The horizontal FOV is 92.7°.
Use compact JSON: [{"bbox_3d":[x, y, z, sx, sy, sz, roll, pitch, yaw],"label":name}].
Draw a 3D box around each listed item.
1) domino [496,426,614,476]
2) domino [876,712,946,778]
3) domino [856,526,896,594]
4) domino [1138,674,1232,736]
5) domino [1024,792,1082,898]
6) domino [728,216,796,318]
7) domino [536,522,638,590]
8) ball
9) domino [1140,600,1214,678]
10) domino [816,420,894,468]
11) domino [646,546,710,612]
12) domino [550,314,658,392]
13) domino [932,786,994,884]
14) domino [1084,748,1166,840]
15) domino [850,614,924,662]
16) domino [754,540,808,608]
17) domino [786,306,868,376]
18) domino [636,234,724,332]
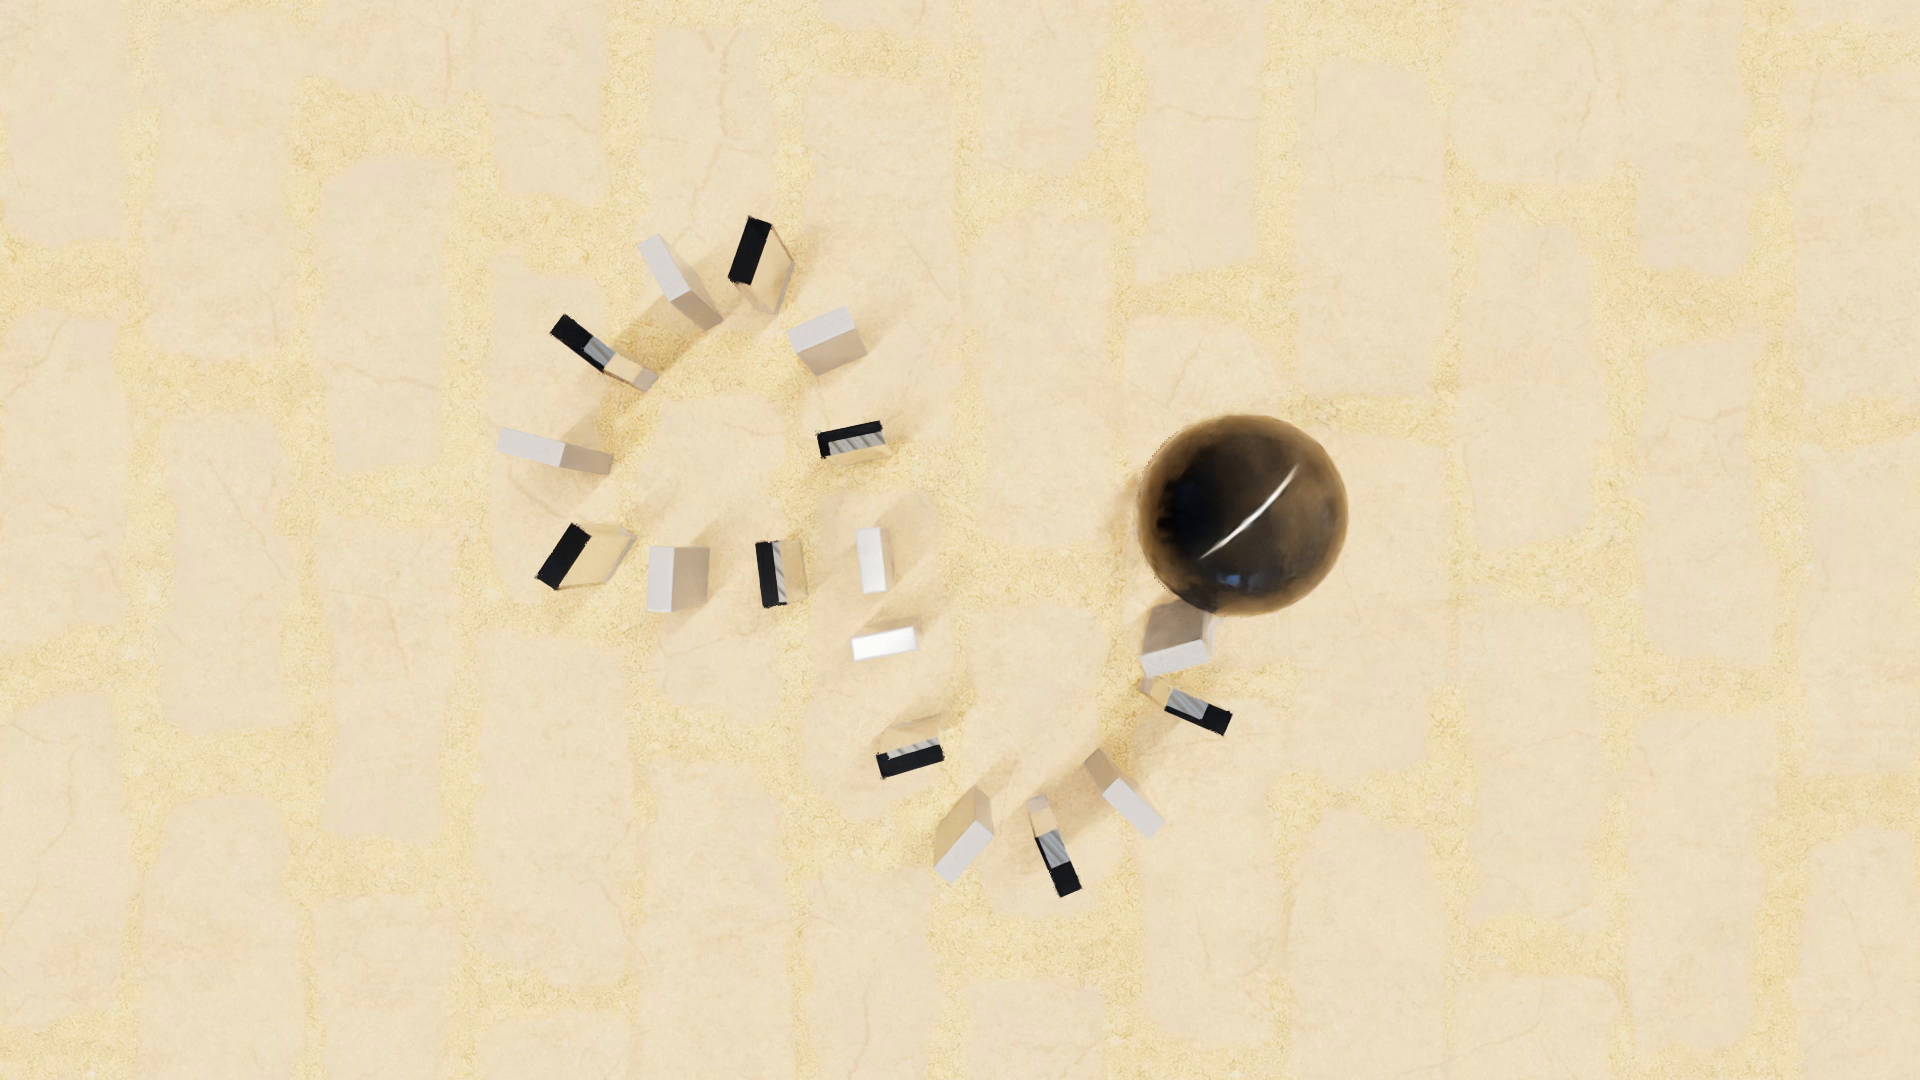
[{"bbox_3d":[-0.164,-0.036,0.375,0.025,0.050,0.009,15,90,0],"label":"domino"},{"bbox_3d":[-0.019,0.083,0.375,0.025,0.050,0.010,-16,90,0],"label":"domino"},{"bbox_3d":[-0.034,0.008,0.375,0.009,0.050,0.025,-7,90,0],"label":"domino"},{"bbox_3d":[0.091,0.066,0.375,0.025,0.050,0.009,23,90,0],"label":"domino"},{"bbox_3d":[0.038,0.124,0.375,0.010,0.050,0.025,-23,90,0],"label":"domino"},{"bbox_3d":[-0.080,-0.111,0.375,0.009,0.050,0.025,19,90,0],"label":"domino"},{"bbox_3d":[-0.152,0.006,0.375,0.009,0.050,0.025,34,90,0],"label":"domino"},{"bbox_3d":[0.110,-0.010,0.360,0.080,0.080,0.080,0,90,0],"label":"ball"},{"bbox_3d":[0.089,0.037,0.372,0.025,0.050,0.010,-20,101,22],"label":"domino"},{"bbox_3d":[-0.042,-0.039,0.375,0.025,0.050,0.010,-12,90,0],"label":"domino"},{"bbox_3d":[-0.115,0.015,0.375,0.009,0.050,0.025,3,90,0],"label":"domino"},{"bbox_3d":[-0.144,-0.075,0.375,0.025,0.050,0.009,37,90,0],"label":"domino"},{"bbox_3d":[0.001,0.119,0.375,0.010,0.050,0.025,41,90,0],"label":"domino"},{"bbox_3d":[0.066,0.103,0.375,0.025,0.050,0.010,43,90,0],"label":"domino"},{"bbox_3d":[-0.029,0.040,0.375,0.025,0.050,0.010,-11,90,0],"label":"domino"},{"bbox_3d":[-0.072,0.013,0.375,0.009,0.050,0.025,-7,90,0],"label":"domino"},{"bbox_3d":[-0.053,-0.080,0.375,0.025,0.050,0.010,-23,90,0],"label":"domino"},{"bbox_3d":[-0.113,-0.104,0.375,0.009,0.050,0.025,-30,90,0],"label":"domino"}]
